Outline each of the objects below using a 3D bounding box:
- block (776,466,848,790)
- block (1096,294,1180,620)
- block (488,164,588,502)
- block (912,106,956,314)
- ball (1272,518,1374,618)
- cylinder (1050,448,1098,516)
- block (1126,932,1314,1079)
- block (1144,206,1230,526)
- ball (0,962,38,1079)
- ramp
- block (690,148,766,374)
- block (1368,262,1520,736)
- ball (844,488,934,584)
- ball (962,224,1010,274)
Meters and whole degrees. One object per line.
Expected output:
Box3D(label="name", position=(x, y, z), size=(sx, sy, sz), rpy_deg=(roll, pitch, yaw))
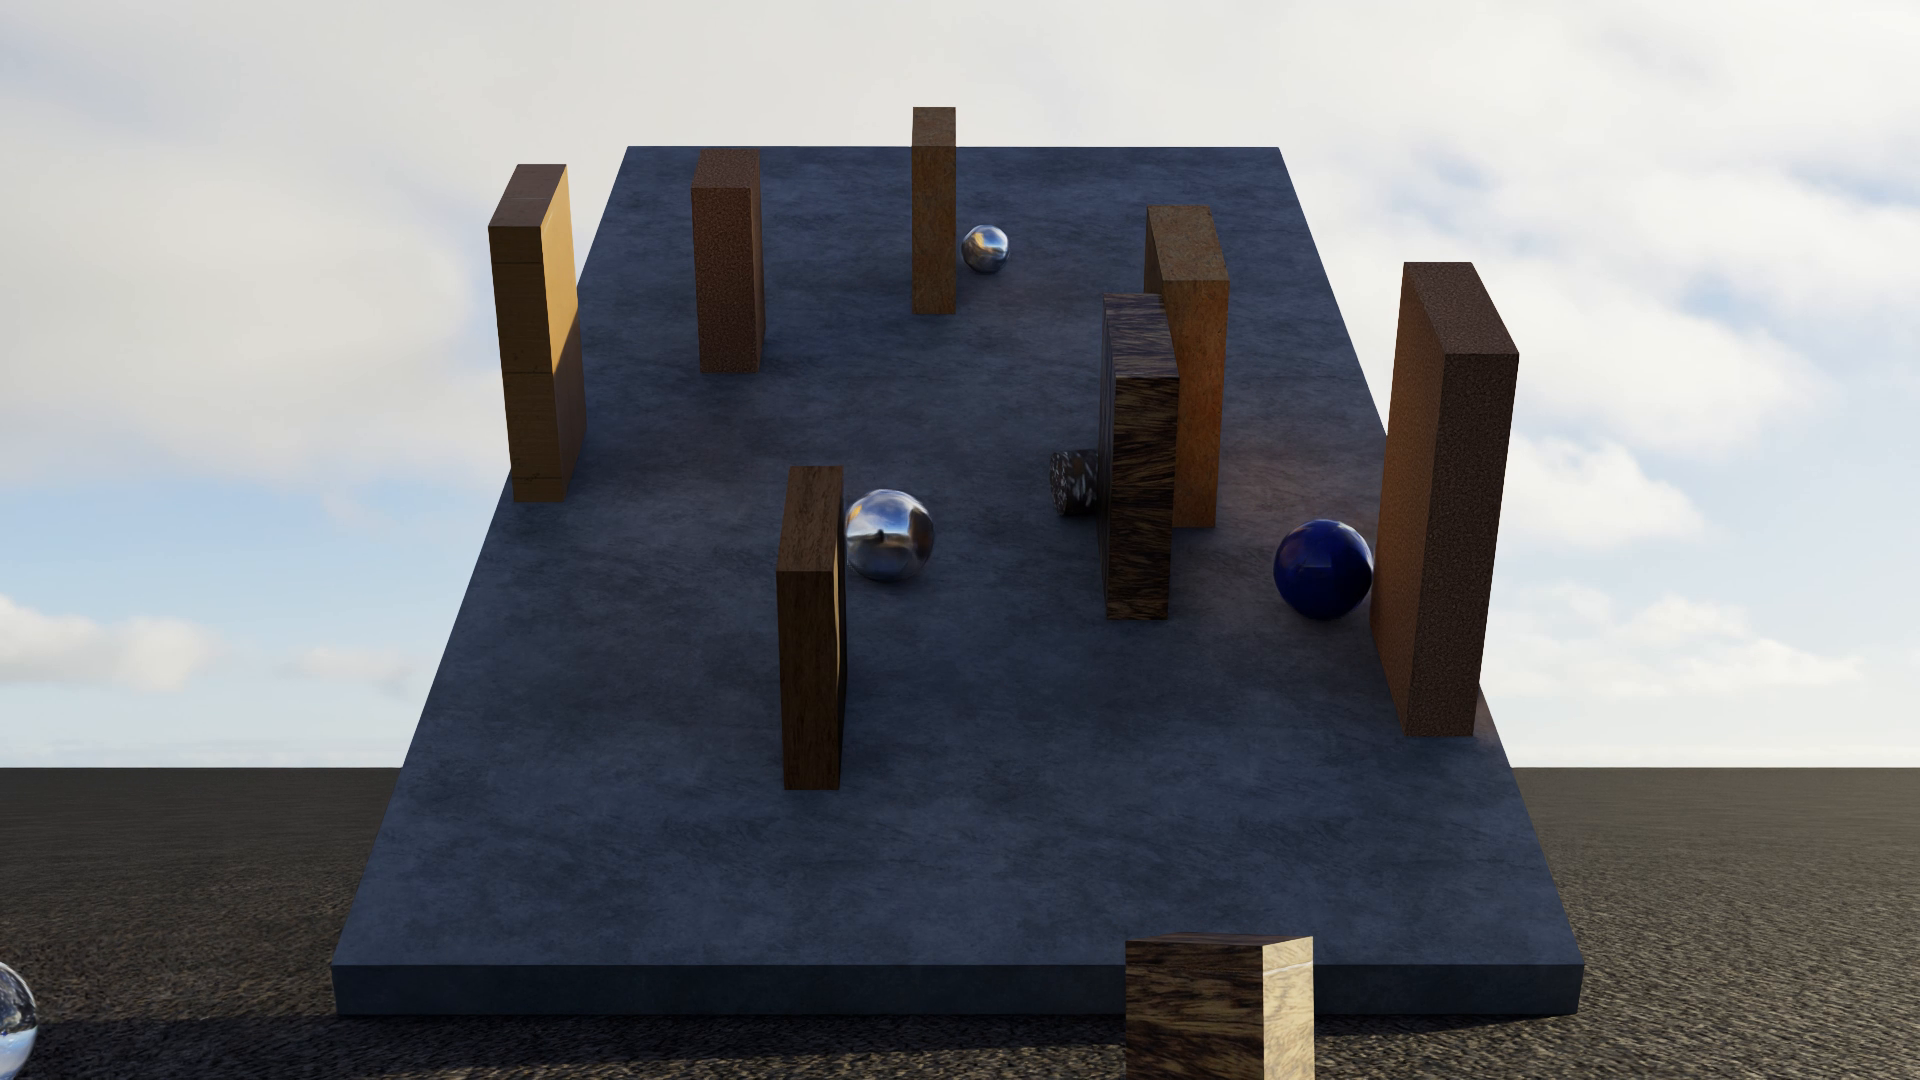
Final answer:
Box3D(label="block", position=(-0.264, 0.154, 4.314), size=(0.097, 0.443, 0.400), rpy_deg=(0, 28, 0))
Box3D(label="block", position=(0.354, -0.173, 4.836), size=(0.121, 0.531, 0.419), rpy_deg=(0, 28, 0))
Box3D(label="block", position=(-0.921, -0.456, 5.243), size=(0.109, 0.639, 0.386), rpy_deg=(0, 28, 0))
Box3D(label="block", position=(-0.067, -0.856, 6.195), size=(0.111, 0.452, 0.314), rpy_deg=(0, 28, 0))
Box3D(label="ball", position=(0.724, 0.058, 4.759), size=(0.199, 0.199, 0.199), rpy_deg=(0, -5, 0))
Box3D(label="cylinder", position=(0.278, -0.129, 5.172), size=(0.137, 0.137, 0.137), rpy_deg=(-6, -4, -12))
Box3D(label="block", position=(0.331, 0.597, 3.027), size=(0.182, 0.182, 0.182), rpy_deg=(-3, -6, 27))
Box3D(label="block", position=(0.479, -0.382, 5.189), size=(0.136, 0.567, 0.441), rpy_deg=(0, 28, 0))
Box3D(label="ball", position=(-1.201, 0.586, 2.867), size=(0.177, 0.177, 0.177), rpy_deg=(0, -5, 0))
Box3D(label="ramp", position=(-0.012, -0.222, 5.594), size=(2.000, 0.100, 4.000), rpy_deg=(0, 28, 0))
Box3D(label="block", position=(-0.564, -0.684, 5.844), size=(0.141, 0.476, 0.280), rpy_deg=(0, 28, 0))
Box3D(label="block", position=(0.882, -0.076, 4.406), size=(0.126, 0.768, 0.423), rpy_deg=(0, 28, 0))
Box3D(label="ball", position=(-0.149, -0.009, 4.883), size=(0.195, 0.195, 0.195), rpy_deg=(0, -5, 0))
Box3D(label="ball", position=(0.069, -0.778, 6.389), size=(0.131, 0.131, 0.131), rpy_deg=(0, -5, 0))
